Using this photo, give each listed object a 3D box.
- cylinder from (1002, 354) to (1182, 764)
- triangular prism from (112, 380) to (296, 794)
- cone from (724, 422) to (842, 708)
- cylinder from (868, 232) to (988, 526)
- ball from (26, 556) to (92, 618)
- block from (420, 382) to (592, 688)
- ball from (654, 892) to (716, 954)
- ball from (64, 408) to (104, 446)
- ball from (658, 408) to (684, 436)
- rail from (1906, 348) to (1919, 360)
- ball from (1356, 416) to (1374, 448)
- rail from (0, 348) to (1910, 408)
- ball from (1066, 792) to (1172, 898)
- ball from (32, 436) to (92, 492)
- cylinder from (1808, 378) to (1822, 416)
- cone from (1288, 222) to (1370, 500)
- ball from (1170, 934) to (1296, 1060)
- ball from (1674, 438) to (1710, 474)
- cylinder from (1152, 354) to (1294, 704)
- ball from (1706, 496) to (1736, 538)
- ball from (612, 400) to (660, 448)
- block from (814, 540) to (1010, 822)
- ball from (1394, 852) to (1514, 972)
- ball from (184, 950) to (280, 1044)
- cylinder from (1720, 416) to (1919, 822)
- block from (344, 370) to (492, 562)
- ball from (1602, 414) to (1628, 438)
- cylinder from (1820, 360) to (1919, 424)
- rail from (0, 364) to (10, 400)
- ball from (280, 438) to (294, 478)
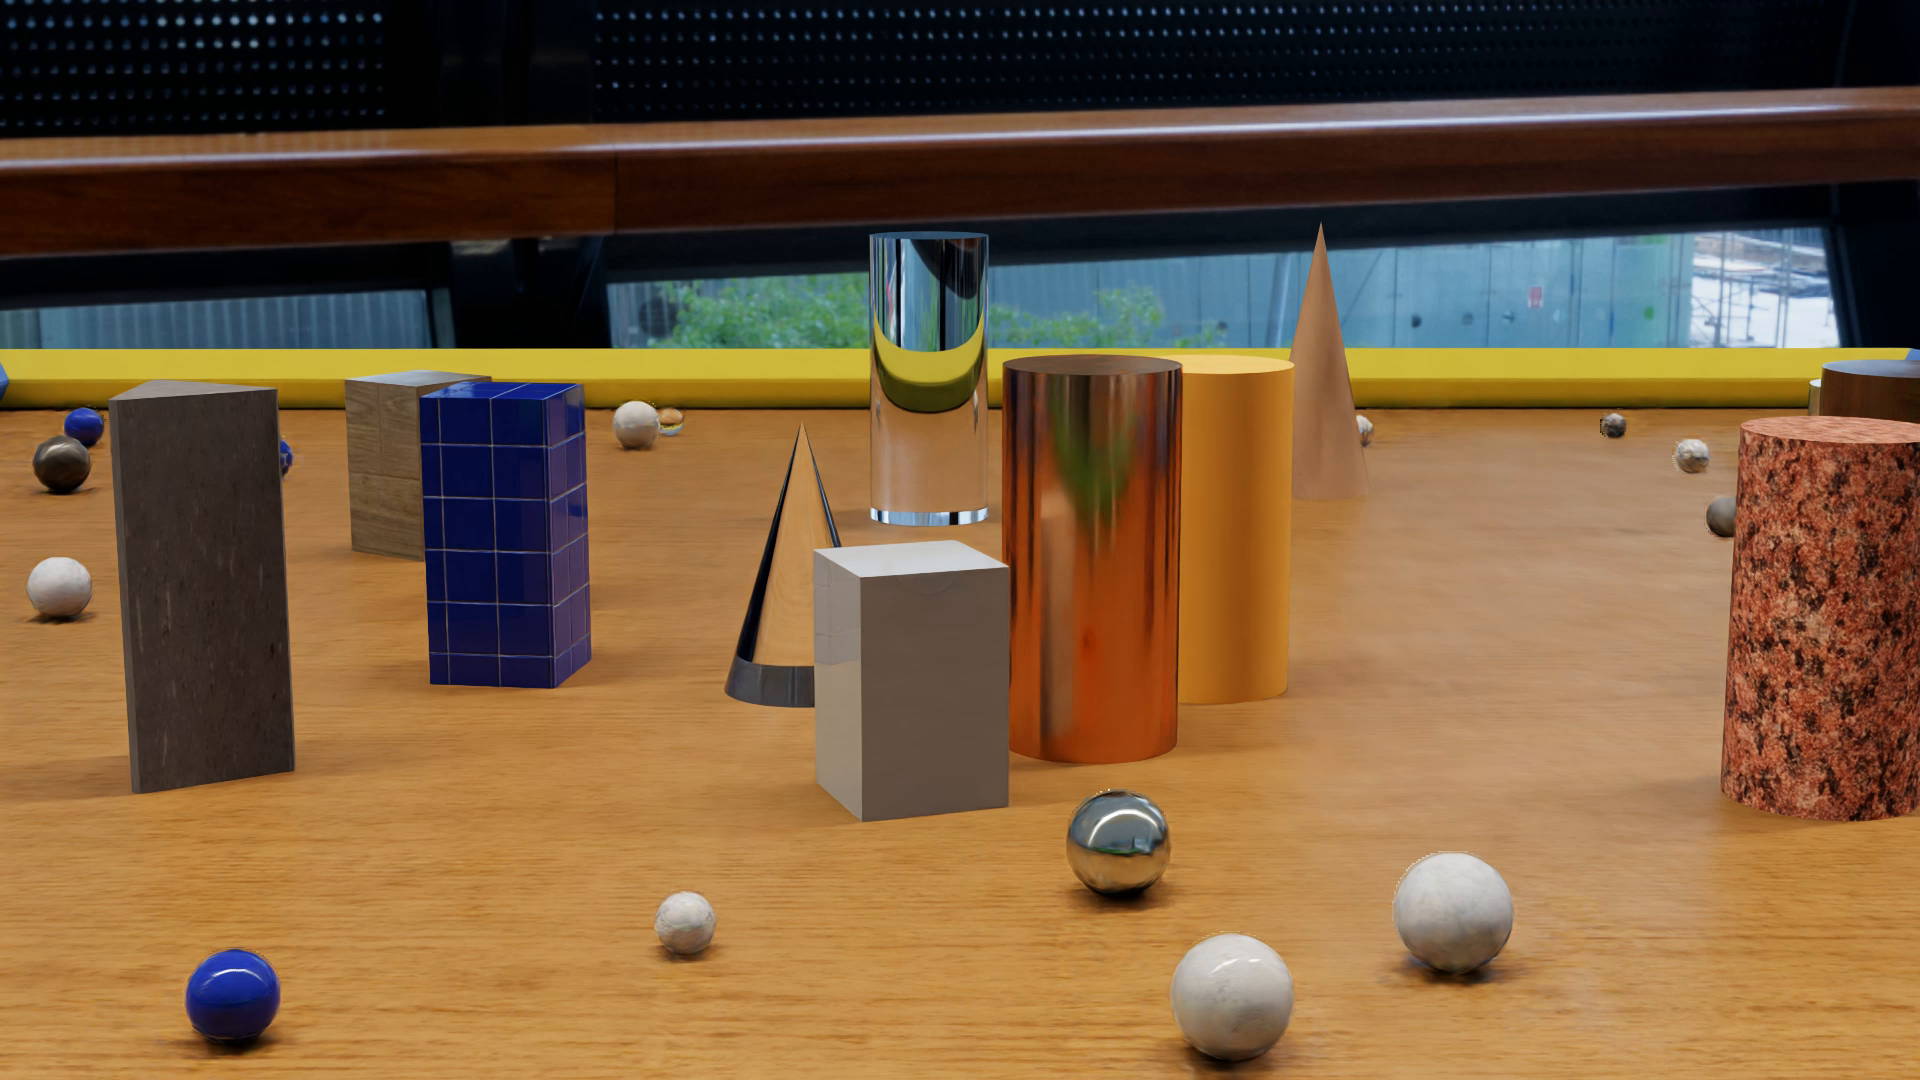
[{"bbox_3d":[0.140,0.016,2.755,0.191,0.411,0.191,0,11,0],"label":"cylinder"},{"bbox_3d":[-0.801,0.040,2.656,0.166,0.400,0.143,-7,12,-32],"label":"triangular prism"},{"bbox_3d":[-0.183,0.017,2.999,0.191,0.320,0.191,0,11,0],"label":"cone"},{"bbox_3d":[-0.050,-0.263,4.137,0.191,0.455,0.191,0,11,0],"label":"cylinder"},{"bbox_3d":[-1.193,0.063,3.401,0.083,0.083,0.083,0,11,0],"label":"ball"},{"bbox_3d":[-0.542,-0.009,3.078,0.153,0.343,0.153,2,11,8],"label":"block"},{"bbox_3d":[-0.227,0.317,2.123,0.051,0.051,0.051,0,11,0],"label":"ball"},{"bbox_3d":[-1.681,-0.216,4.924,0.074,0.074,0.074,0,11,0],"label":"ball"},{"bbox_3d":[-0.573,-0.233,5.068,0.055,0.055,0.055,0,11,0],"label":"ball"},{"bbox_3d":[2.023,0.030,3.461,0.045,0.124,4.141,0,11,0],"label":"rail"},{"bbox_3d":[0.757,-0.205,4.895,0.064,0.064,0.064,0,11,0],"label":"ball"},{"bbox_3d":[-0.012,-0.343,5.462,4.093,0.124,0.045,0,11,0],"label":"rail"},{"bbox_3d":[0.140,0.269,2.264,0.094,0.094,0.094,0,11,0],"label":"ball"},{"bbox_3d":[-1.543,-0.131,4.410,0.095,0.095,0.095,0,11,0],"label":"ball"},{"bbox_3d":[1.273,-0.072,3.566,0.191,0.288,0.191,0,11,0],"label":"cylinder"},{"bbox_3d":[0.611,-0.312,4.383,0.191,0.461,0.191,0,11,0],"label":"cone"},{"bbox_3d":[0.201,0.338,1.897,0.093,0.093,0.093,0,11,0],"label":"ball"},{"bbox_3d":[1.313,-0.150,4.602,0.062,0.062,0.062,0,11,0],"label":"ball"},{"bbox_3d":[0.292,-0.017,3.011,0.191,0.382,0.191,0,11,0],"label":"cylinder"},{"bbox_3d":[1.191,-0.036,3.982,0.064,0.064,0.064,0,11,0],"label":"ball"},{"bbox_3d":[-0.618,-0.220,4.898,0.092,0.092,0.092,0,11,0],"label":"ball"},{"bbox_3d":[-0.050,0.137,2.566,0.153,0.243,0.153,-4,11,-20],"label":"block"},{"bbox_3d":[0.401,0.302,2.082,0.096,0.096,0.096,0,11,0],"label":"ball"},{"bbox_3d":[-0.547,0.343,1.929,0.070,0.070,0.070,0,11,0],"label":"ball"},{"bbox_3d":[0.867,0.074,2.556,0.191,0.371,0.191,0,11,0],"label":"cylinder"},{"bbox_3d":[-0.812,-0.115,3.872,0.153,0.261,0.153,7,13,34],"label":"block"},{"bbox_3d":[1.286,-0.224,5.038,0.048,0.048,0.048,0,11,0],"label":"ball"},{"bbox_3d":[1.126,-0.023,3.086,0.191,0.368,0.191,0,11,0],"label":"cylinder"},{"bbox_3d":[-2.023,0.034,3.438,0.045,0.124,4.141,0,11,0],"label":"rail"},{"bbox_3d":[-1.215,-0.144,4.511,0.083,0.083,0.083,0,11,0],"label":"ball"}]
